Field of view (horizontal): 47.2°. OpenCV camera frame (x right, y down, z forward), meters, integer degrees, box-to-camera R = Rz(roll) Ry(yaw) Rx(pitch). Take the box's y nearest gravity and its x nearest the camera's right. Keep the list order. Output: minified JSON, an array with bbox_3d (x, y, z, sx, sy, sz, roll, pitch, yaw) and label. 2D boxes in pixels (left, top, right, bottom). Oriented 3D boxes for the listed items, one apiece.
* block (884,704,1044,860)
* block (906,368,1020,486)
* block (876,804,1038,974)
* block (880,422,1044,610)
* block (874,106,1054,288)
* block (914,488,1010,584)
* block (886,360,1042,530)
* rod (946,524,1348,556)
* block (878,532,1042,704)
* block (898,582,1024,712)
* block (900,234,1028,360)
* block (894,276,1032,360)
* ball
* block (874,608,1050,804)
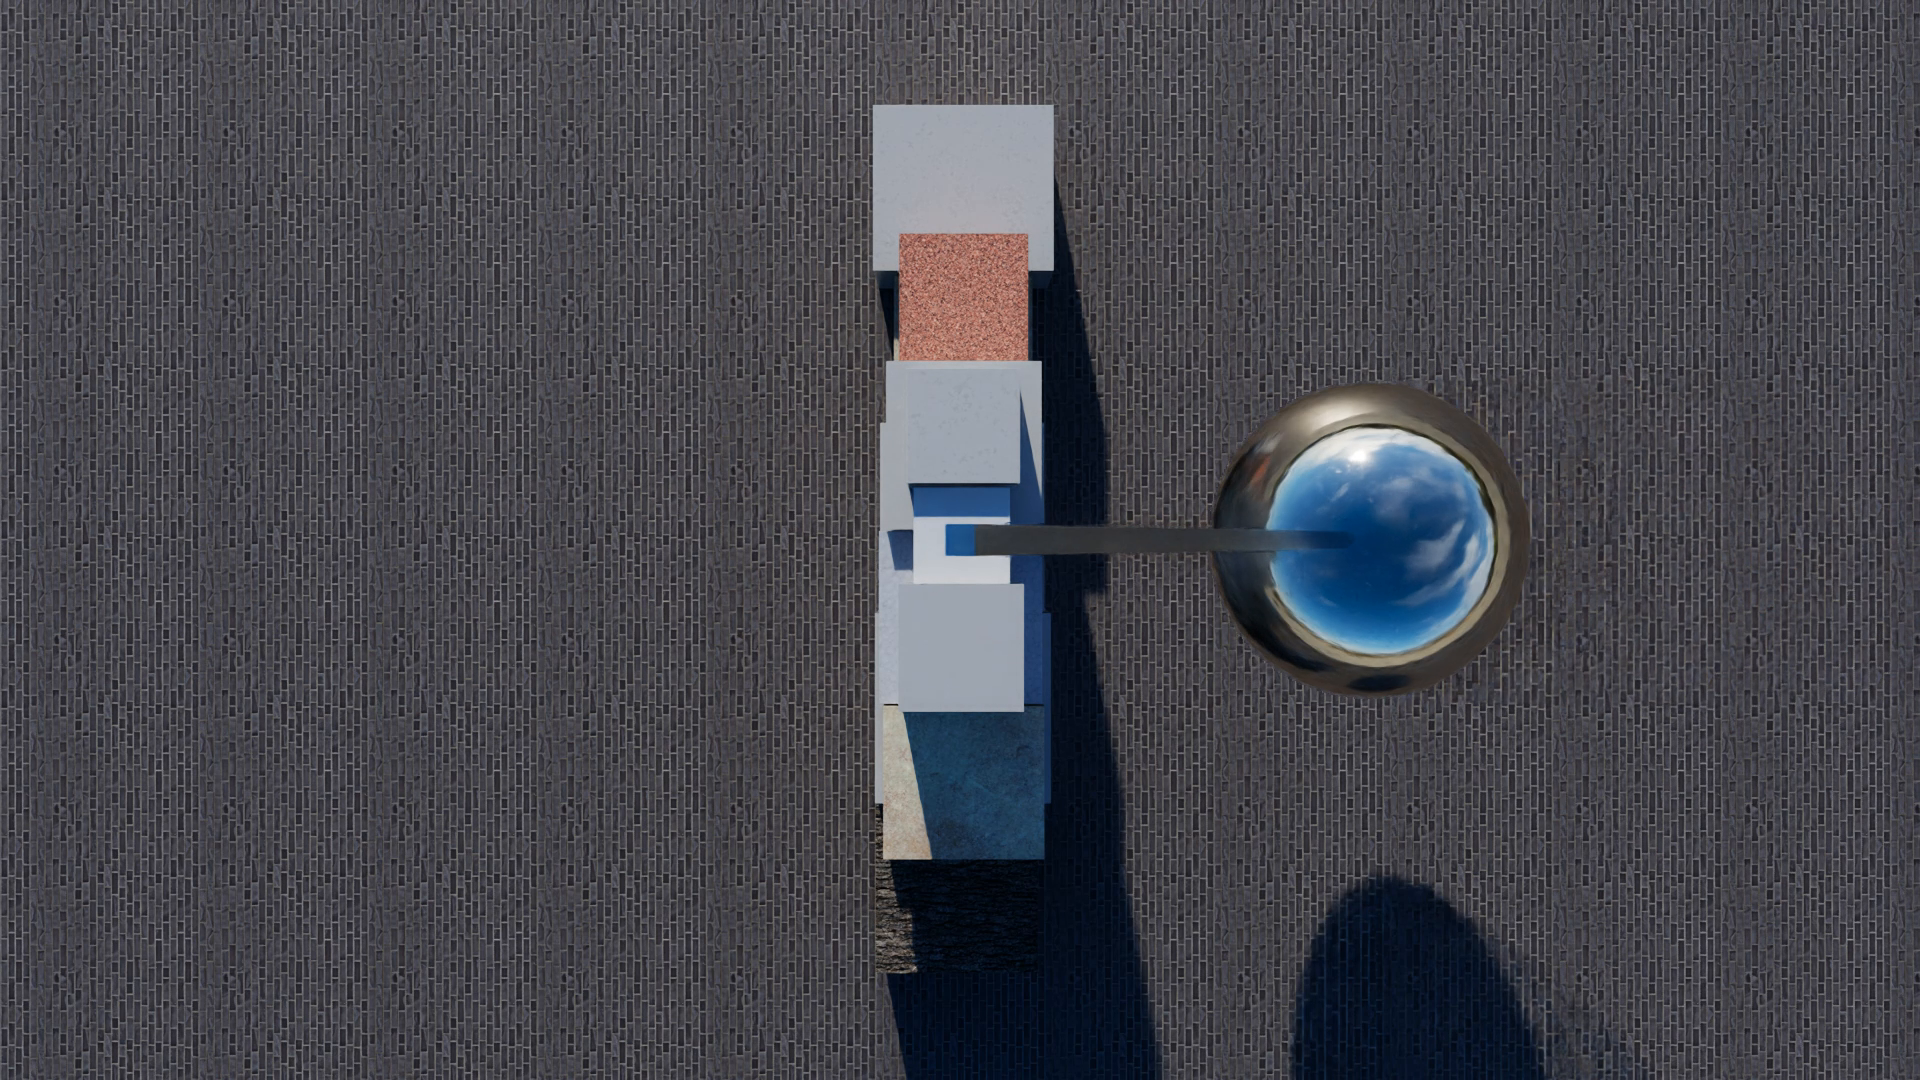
[{"bbox_3d":[0.020,1.227,11.493,0.814,0.776,0.771,0,90,0],"label":"block"},{"bbox_3d":[0.015,-0.550,10.821,0.549,0.493,0.552,0,90,0],"label":"block"},{"bbox_3d":[-0.018,1.917,12.591,0.900,0.819,0.967,0,90,0],"label":"block"},{"bbox_3d":[0.012,-0.126,12.477,0.892,1.045,1.023,0,90,0],"label":"block"},{"bbox_3d":[0.019,-1.943,12.567,0.997,0.866,0.914,0,90,0],"label":"block"},{"bbox_3d":[0.009,-0.026,10.862,0.467,0.412,0.466,0,91,0],"label":"block"},{"bbox_3d":[0.019,-0.477,11.511,0.782,0.887,0.847,0,90,0],"label":"block"},{"bbox_3d":[0.899,0.000,7.985,0.080,5.200,0.080,0,90,20],"label":"rod"},{"bbox_3d":[0.004,0.394,11.525,0.831,0.713,0.875,0,90,0],"label":"block"},{"bbox_3d":[0.006,0.519,10.872,0.603,0.592,0.613,0,90,0],"label":"block"},{"bbox_3d":[0.020,-1.257,11.822,0.675,0.632,0.702,0,91,0],"label":"block"},{"bbox_3d":[0.018,-1.062,12.654,0.777,0.691,0.829,0,90,0],"label":"block"},{"bbox_3d":[2.074,0.000,11.175,1.600,1.600,1.600,0,90,0],"label":"ball"},{"bbox_3d":[0.016,0.909,12.441,0.951,1.119,1.027,0,90,0],"label":"block"}]
